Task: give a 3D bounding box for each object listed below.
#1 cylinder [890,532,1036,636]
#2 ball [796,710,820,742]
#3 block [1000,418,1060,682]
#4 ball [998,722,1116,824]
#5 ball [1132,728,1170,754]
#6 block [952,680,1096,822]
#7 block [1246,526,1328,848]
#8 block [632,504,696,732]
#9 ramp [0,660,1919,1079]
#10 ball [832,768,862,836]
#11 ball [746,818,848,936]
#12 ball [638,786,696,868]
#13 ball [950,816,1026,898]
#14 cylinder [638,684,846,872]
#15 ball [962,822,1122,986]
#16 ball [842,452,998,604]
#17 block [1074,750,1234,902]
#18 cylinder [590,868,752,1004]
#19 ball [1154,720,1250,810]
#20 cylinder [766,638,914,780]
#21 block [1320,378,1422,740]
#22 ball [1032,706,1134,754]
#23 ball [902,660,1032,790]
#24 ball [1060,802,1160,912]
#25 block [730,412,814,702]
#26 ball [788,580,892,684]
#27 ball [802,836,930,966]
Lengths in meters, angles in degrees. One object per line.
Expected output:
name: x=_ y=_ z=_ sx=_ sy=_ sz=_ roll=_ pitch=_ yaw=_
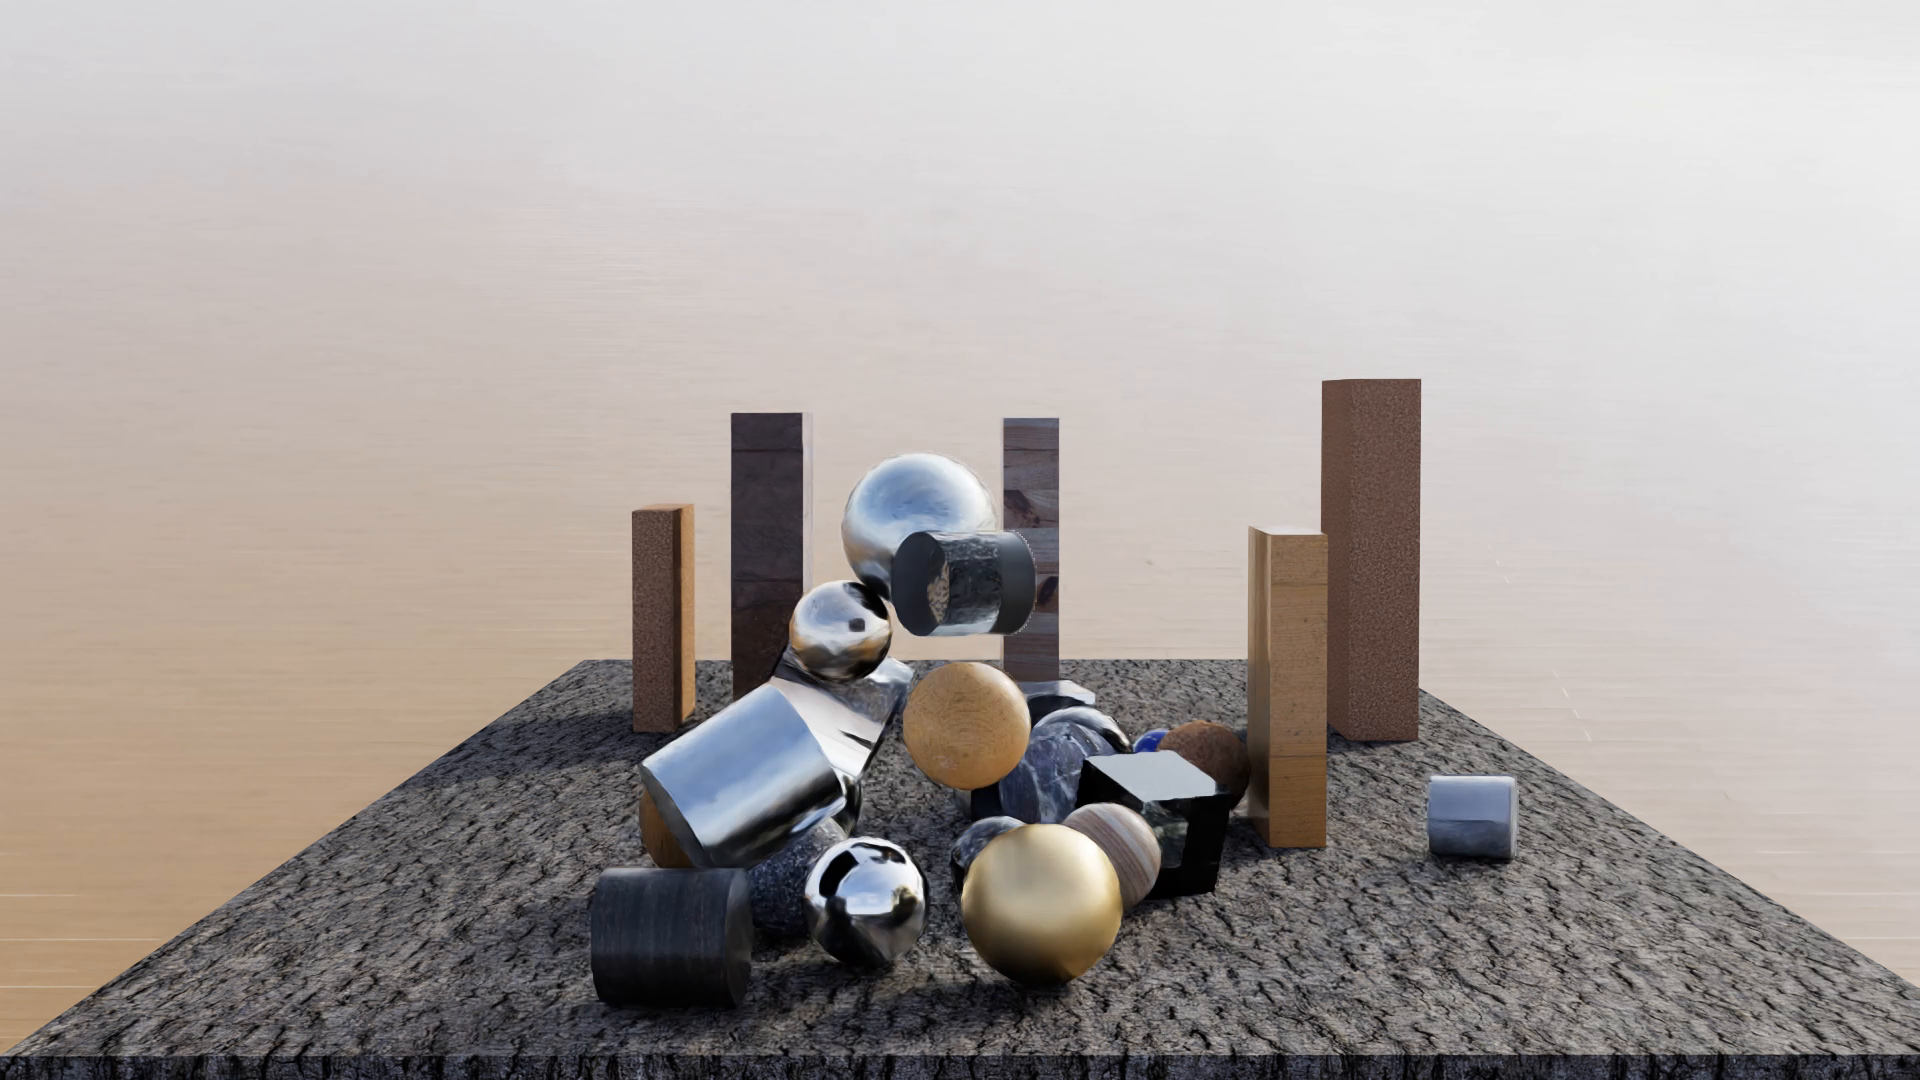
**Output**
cylinder: x=0.003 y=0.049 z=2.903 sx=0.117 sy=0.117 sz=0.117 roll=0 pitch=18 yaw=-35
ball: x=-0.303 y=0.342 z=4.023 sx=0.178 sy=0.178 sz=0.178 roll=0 pitch=22 yaw=0
block: x=0.147 y=0.046 z=5.524 sx=0.115 sy=0.616 sz=0.415 roll=0 pitch=3 yaw=0
ball: x=0.147 y=0.355 z=3.707 sx=0.185 sy=0.185 sz=0.185 roll=0 pitch=22 yaw=0
ball: x=0.331 y=0.365 z=4.205 sx=0.113 sy=0.113 sz=0.113 roll=0 pitch=22 yaw=0
block: x=0.099 y=0.332 z=4.070 sx=0.194 sy=0.194 sz=0.194 roll=0 pitch=3 yaw=-9
block: x=0.490 y=0.212 z=3.864 sx=0.082 sy=0.454 sz=0.288 roll=0 pitch=3 yaw=0
block: x=-0.605 y=0.150 z=5.266 sx=0.080 sy=0.435 sz=0.415 roll=0 pitch=3 yaw=0
ramp: x=0.050 y=0.455 z=4.532 sx=2.000 sy=0.100 sz=4.000 roll=0 pitch=3 yaw=0
ball: x=-0.223 y=0.366 z=3.639 sx=0.169 sy=0.169 sz=0.169 roll=0 pitch=22 yaw=0
ball: x=-0.206 y=0.398 z=3.111 sx=0.160 sy=0.160 sz=0.160 roll=0 pitch=22 yaw=0
ball: x=-0.323 y=0.363 z=3.394 sx=0.200 sy=0.200 sz=0.200 roll=0 pitch=22 yaw=0
ball: x=0.049 y=0.409 z=3.234 sx=0.125 sy=0.125 sz=0.125 roll=0 pitch=22 yaw=0
cylinder: x=-0.243 y=0.274 z=2.868 sx=0.167 sy=0.167 sz=0.167 roll=-32 pitch=32 yaw=-16
ball: x=0.091 y=0.402 z=2.842 sx=0.179 sy=0.179 sz=0.179 roll=0 pitch=22 yaw=0
ball: x=-0.049 y=-0.012 z=3.140 sx=0.191 sy=0.191 sz=0.191 roll=0 pitch=22 yaw=0
block: x=0.249 y=0.375 z=3.383 sx=0.143 sy=0.143 sz=0.143 roll=-2 pitch=20 yaw=-31
cylinder: x=-0.307 y=0.423 z=2.750 sx=0.144 sy=0.144 sz=0.144 roll=-1 pitch=21 yaw=7
ball: x=0.372 y=0.357 z=3.974 sx=0.154 sy=0.154 sz=0.154 roll=0 pitch=22 yaw=0
cylinder: x=-0.171 y=0.207 z=3.400 sx=0.165 sy=0.165 sz=0.165 roll=27 pitch=22 yaw=-4
block: x=0.811 y=0.028 z=5.109 sx=0.134 sy=0.693 sz=0.394 roll=0 pitch=3 yaw=0
ball: x=0.178 y=0.341 z=3.895 sx=0.177 sy=0.177 sz=0.177 roll=0 pitch=22 yaw=0
ball: x=0.008 y=0.217 z=3.009 sx=0.151 sy=0.151 sz=0.151 roll=0 pitch=22 yaw=0
ball: x=0.181 y=0.400 z=3.230 sx=0.141 sy=0.141 sz=0.141 roll=0 pitch=22 yaw=0
block: x=-0.372 y=0.059 z=5.151 sx=0.138 sy=0.628 sz=0.373 roll=0 pitch=3 yaw=0
ball: x=-0.144 y=0.111 z=3.109 sx=0.125 sy=0.125 sz=0.125 roll=0 pitch=22 yaw=0
ball: x=-0.107 y=0.413 z=2.940 sx=0.147 sy=0.147 sz=0.147 roll=0 pitch=22 yaw=0
